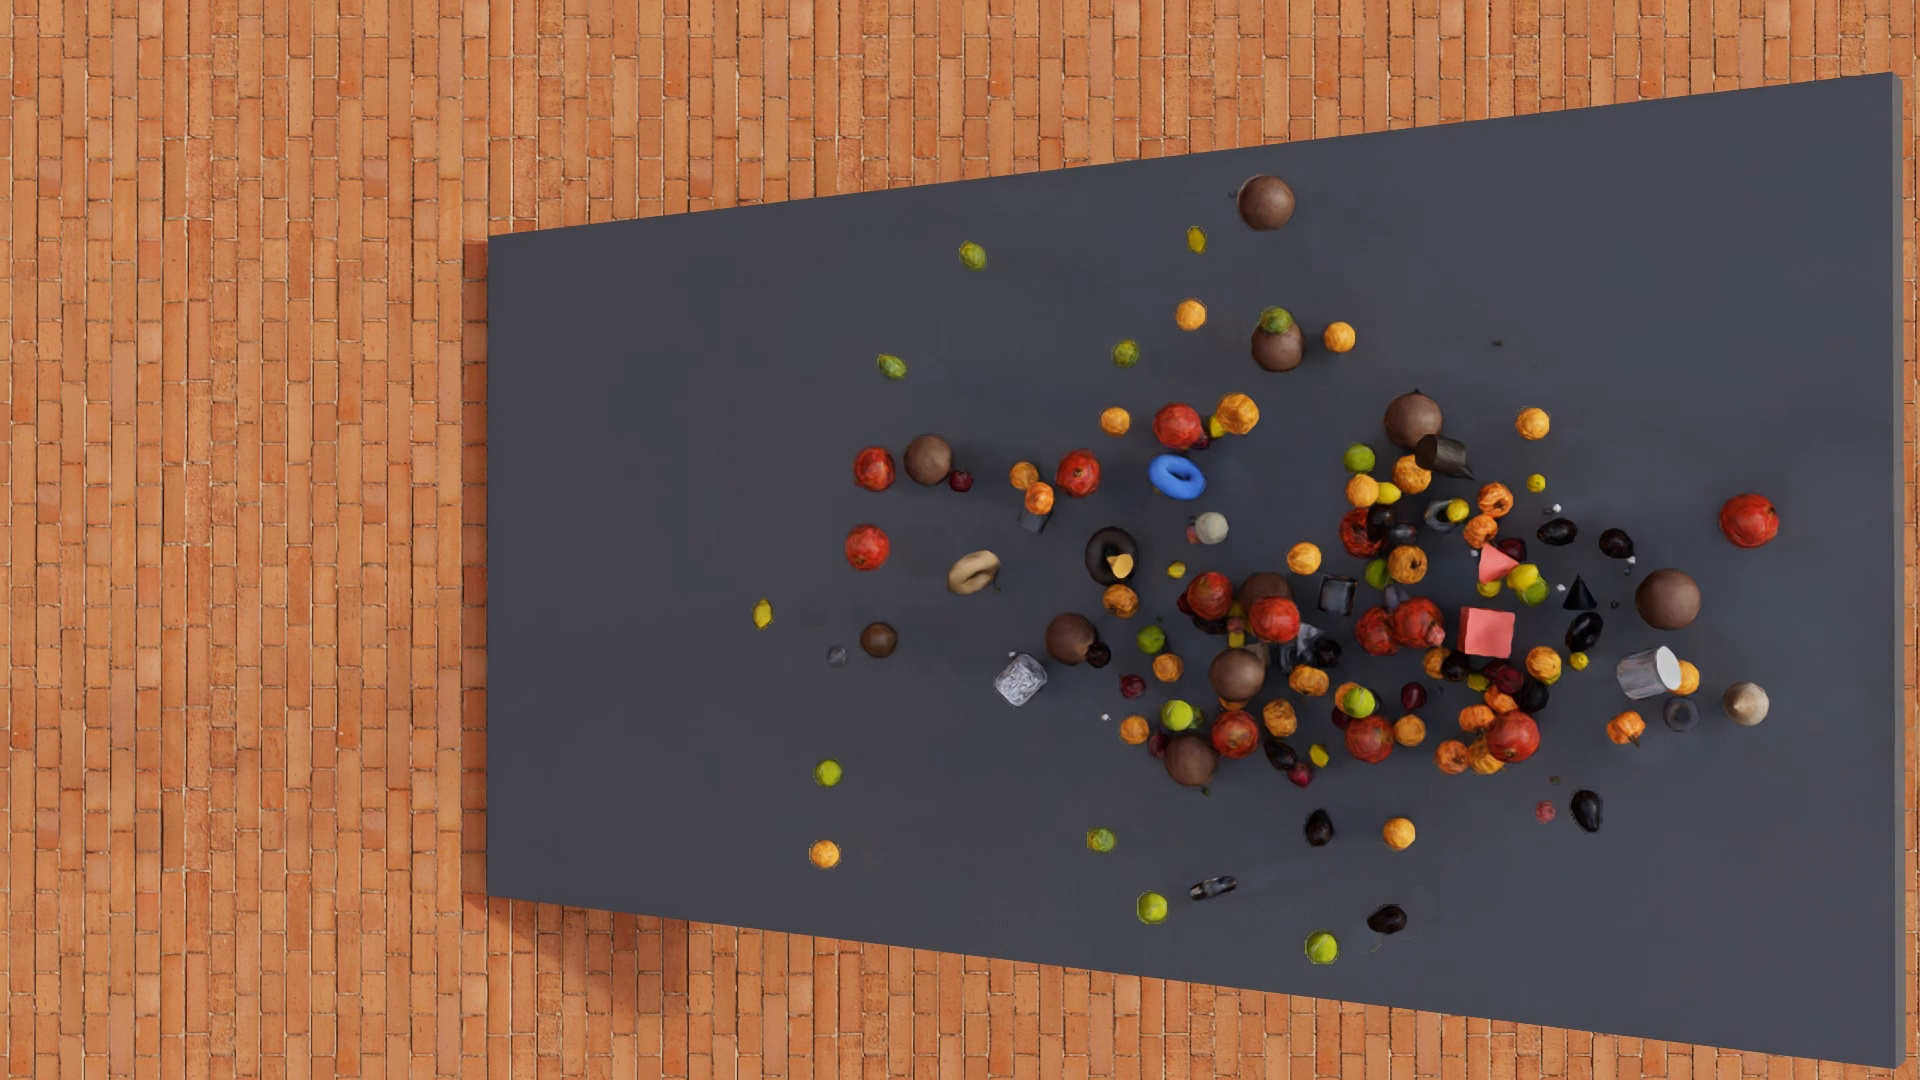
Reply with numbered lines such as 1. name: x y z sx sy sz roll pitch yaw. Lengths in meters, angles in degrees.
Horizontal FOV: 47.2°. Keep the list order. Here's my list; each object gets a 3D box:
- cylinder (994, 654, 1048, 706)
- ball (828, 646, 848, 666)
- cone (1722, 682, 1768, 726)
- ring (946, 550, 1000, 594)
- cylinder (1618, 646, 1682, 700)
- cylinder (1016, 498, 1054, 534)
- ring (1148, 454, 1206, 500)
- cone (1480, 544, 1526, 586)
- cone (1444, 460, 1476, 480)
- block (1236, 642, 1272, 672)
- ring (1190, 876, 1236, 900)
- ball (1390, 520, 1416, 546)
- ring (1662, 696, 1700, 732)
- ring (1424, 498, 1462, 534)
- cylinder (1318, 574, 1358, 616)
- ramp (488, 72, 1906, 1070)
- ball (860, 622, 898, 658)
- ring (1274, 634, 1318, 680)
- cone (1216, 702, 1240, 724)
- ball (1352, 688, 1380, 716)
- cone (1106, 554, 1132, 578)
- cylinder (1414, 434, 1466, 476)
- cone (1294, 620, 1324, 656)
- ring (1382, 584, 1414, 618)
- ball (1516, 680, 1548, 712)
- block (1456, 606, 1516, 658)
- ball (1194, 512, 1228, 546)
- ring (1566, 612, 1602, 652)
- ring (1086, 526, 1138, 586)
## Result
1. cylinder: 0.154 0.349 5.498 0.094 0.094 0.094 45 110 0
2. ball: -0.327 0.310 5.876 0.053 0.053 0.053 0 90 0
3. cone: 1.606 0.341 4.530 0.094 0.094 0.094 0 89 34
4. ring: 0.034 0.083 5.574 0.149 0.149 0.050 -29 62 0
5. cylinder: 1.409 0.272 4.496 0.090 0.090 0.090 18 62 -38
6. cylinder: 0.188 -0.060 5.496 0.069 0.069 0.069 34 84 0
7. ring: 0.518 -0.150 5.247 0.145 0.145 0.048 23 126 0
8. cone: 1.177 0.056 4.741 0.091 0.091 0.091 5 89 26
9. cone: 1.123 -0.151 4.896 0.066 0.066 0.066 33 90 11
10. block: 0.692 0.276 5.177 0.057 0.057 0.057 -15 81 33
11. ring: 0.595 0.820 5.173 0.112 0.112 0.037 -15 76 0
12. ball: 0.983 -0.015 4.872 0.056 0.056 0.056 0 90 0
13. ring: 1.518 0.366 4.631 0.077 0.026 0.077 -1 88 35
14. ring: 1.078 -0.053 4.910 0.083 0.028 0.083 0 91 11
15. cylinder: 0.843 0.123 4.916 0.077 0.077 0.077 8 102 0
16. ramp: 0.249 0.069 5.577 4.000 0.100 2.000 0 89 34
17. ball: -0.213 0.263 5.772 0.096 0.096 0.096 0 90 0
18. ring: 0.784 0.273 5.127 0.108 0.036 0.108 0 91 36
19. cone: 0.620 0.422 5.210 0.061 0.061 0.061 16 120 30
20. ball: 0.926 0.369 5.012 0.065 0.065 0.065 0 90 0
21. cone: 0.376 0.053 5.347 0.063 0.063 0.063 -18 120 -34
22. cylinder: 1.043 -0.185 4.777 0.077 0.077 0.077 11 89 -26
23. cone: 0.793 0.234 5.082 0.078 0.078 0.078 21 89 0
24. ring: 0.988 0.137 4.956 0.086 0.086 0.029 48 121 0
25. ball: 1.246 0.340 4.789 0.070 0.070 0.070 0 90 0
26. block: 1.149 0.201 4.809 0.098 0.098 0.098 7 92 2
27. ball: 0.597 -0.028 5.230 0.081 0.081 0.081 0 90 0
28. ring: 1.320 0.195 4.654 0.098 0.098 0.033 -50 50 0
29. ring: 0.373 0.042 5.402 0.148 0.049 0.148 -1 88 35
